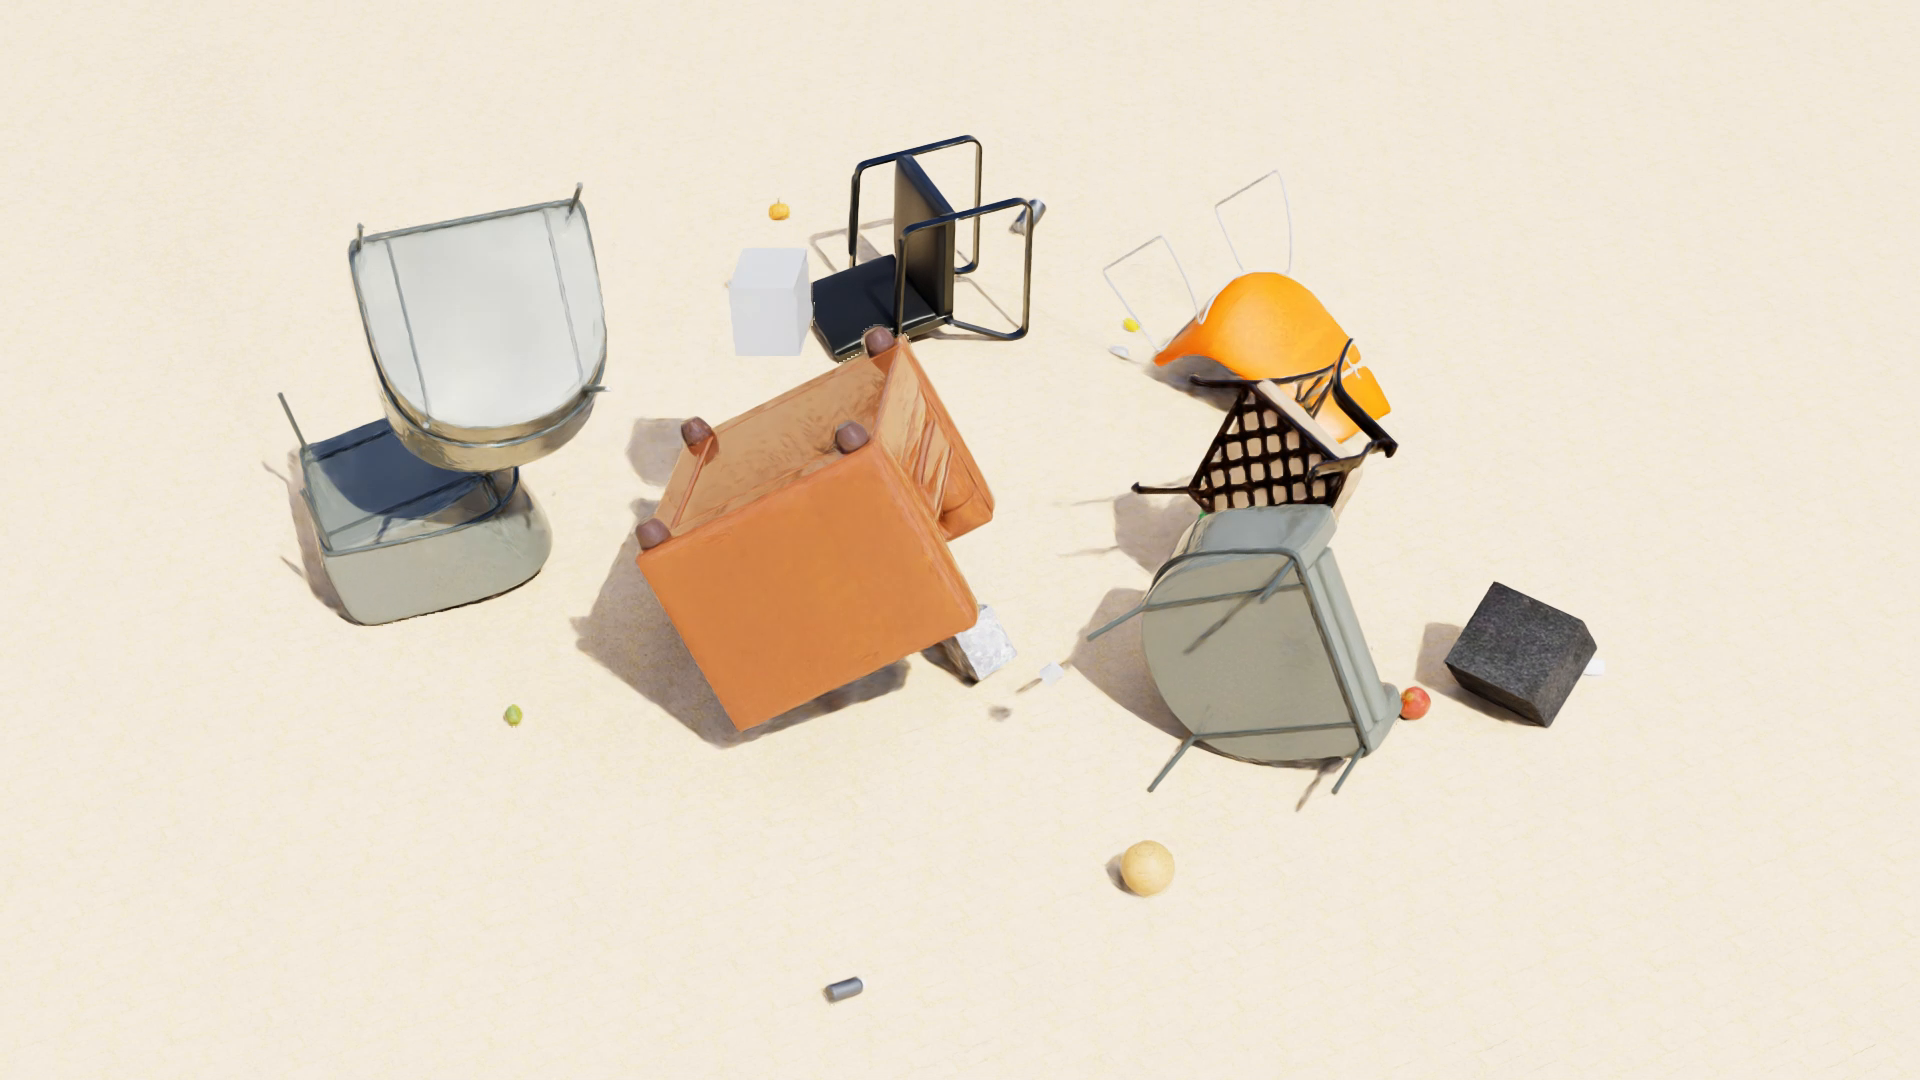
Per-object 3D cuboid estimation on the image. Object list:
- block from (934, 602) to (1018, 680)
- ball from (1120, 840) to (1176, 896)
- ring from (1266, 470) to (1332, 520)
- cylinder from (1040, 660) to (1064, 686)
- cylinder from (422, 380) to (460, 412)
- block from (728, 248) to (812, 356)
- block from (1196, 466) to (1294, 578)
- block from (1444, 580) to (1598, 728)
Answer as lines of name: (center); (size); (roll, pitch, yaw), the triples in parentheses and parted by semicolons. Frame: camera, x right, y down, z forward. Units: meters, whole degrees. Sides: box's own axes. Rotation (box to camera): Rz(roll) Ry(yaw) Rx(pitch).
block: (0.054, 0.349, 10.136); (0.162, 0.200, 0.193); (-33, 13, -17)
ball: (0.591, 1.031, 9.223); (0.172, 0.172, 0.172); (0, 33, 0)
ring: (1.269, -0.173, 11.134); (0.196, 0.082, 0.345); (-27, 42, -33)
cylinder: (0.298, 0.434, 9.550); (0.062, 0.056, 0.051); (52, 26, -2)
cylinder: (-1.941, -0.538, 10.965); (0.046, 0.121, 0.118); (45, 37, 23)
block: (-0.644, -0.813, 10.001); (0.223, 0.255, 0.303); (0, 32, 7)
block: (1.048, -0.066, 10.772); (0.321, 0.278, 0.260); (6, 37, 7)
block: (1.914, 0.391, 10.002); (0.353, 0.231, 0.334); (27, 78, 34)
